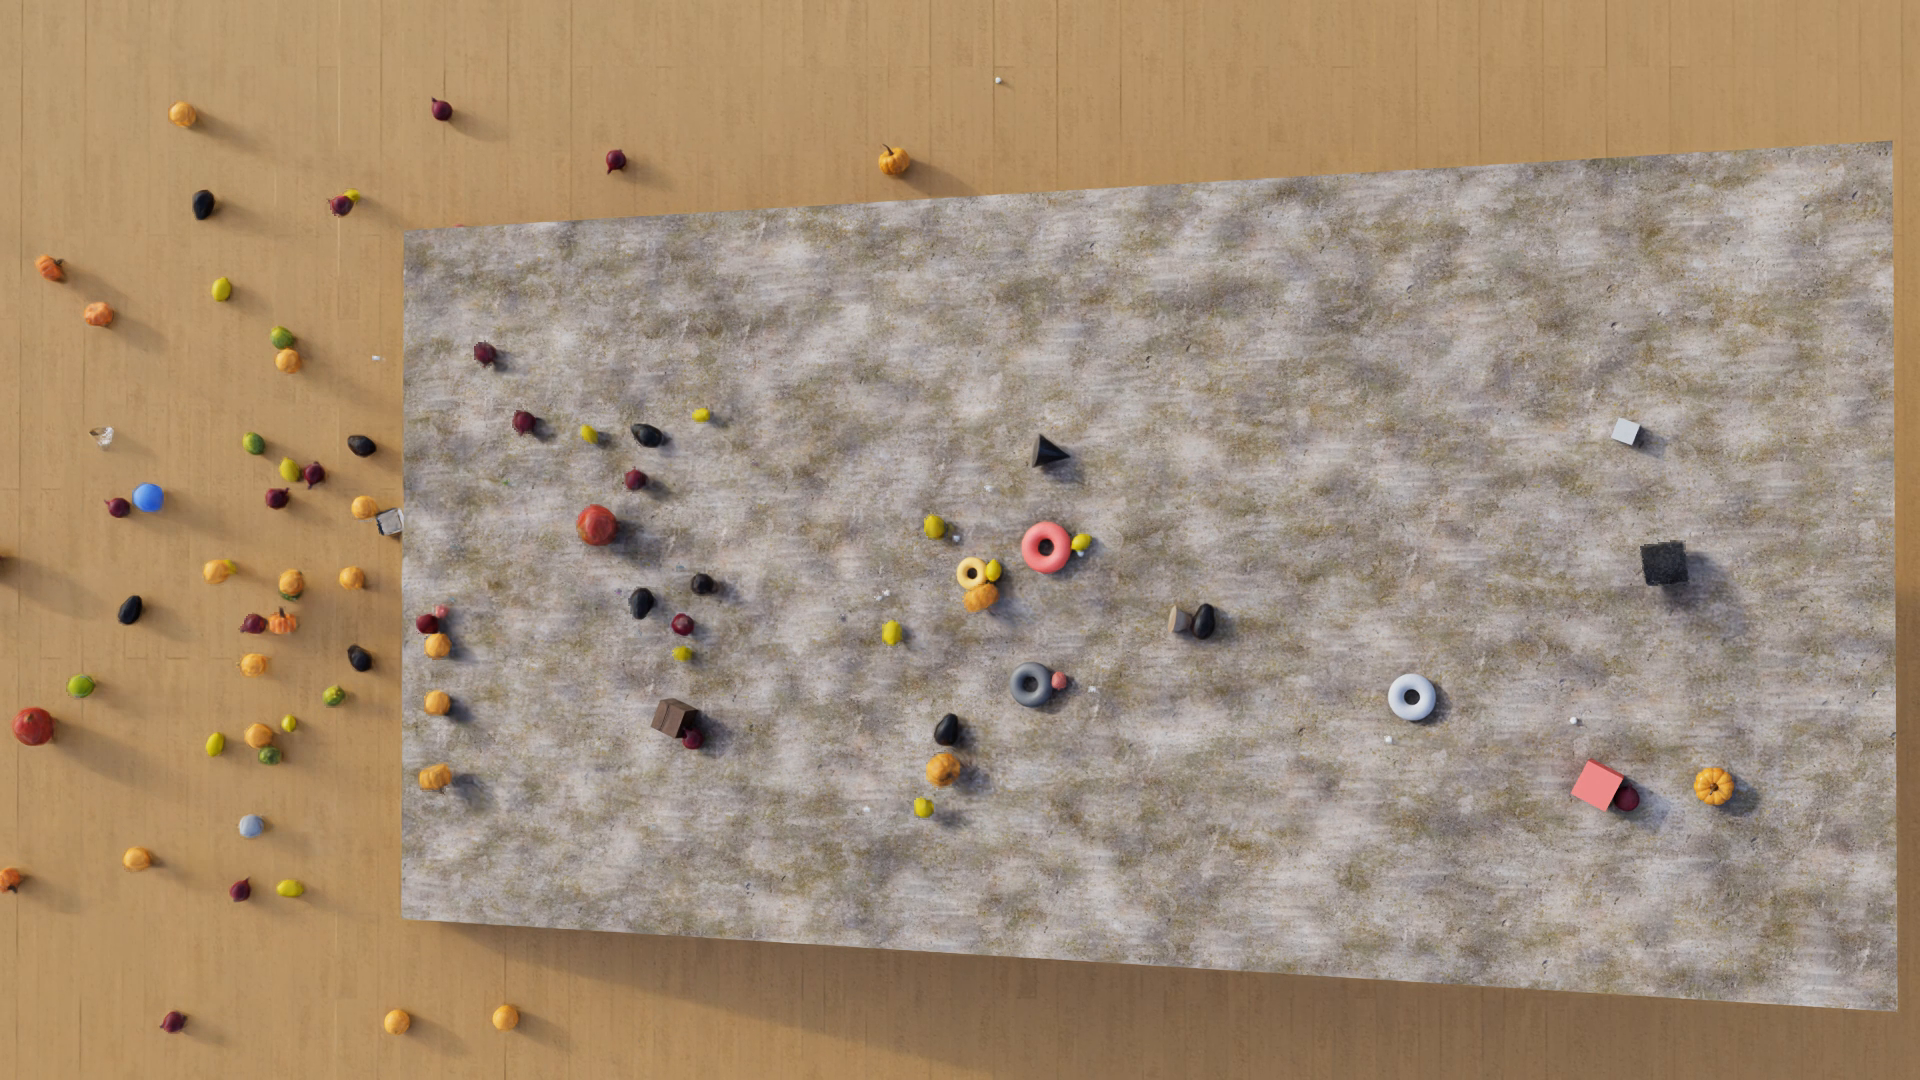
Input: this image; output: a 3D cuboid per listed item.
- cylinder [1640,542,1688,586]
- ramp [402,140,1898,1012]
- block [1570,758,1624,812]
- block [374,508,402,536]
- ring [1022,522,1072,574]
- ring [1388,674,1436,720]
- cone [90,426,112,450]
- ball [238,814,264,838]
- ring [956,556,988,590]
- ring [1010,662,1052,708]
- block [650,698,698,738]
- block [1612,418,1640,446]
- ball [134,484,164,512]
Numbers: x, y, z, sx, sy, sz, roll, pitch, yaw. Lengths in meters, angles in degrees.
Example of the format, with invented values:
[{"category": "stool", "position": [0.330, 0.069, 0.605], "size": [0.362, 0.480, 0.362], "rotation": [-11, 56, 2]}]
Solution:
[{"category": "cylinder", "position": [1.658, 0.056, 5.173], "size": [0.094, 0.094, 0.094], "rotation": [-10, 89, 19]}, {"category": "ramp", "position": [0.280, 0.090, 5.767], "size": [4.000, 0.100, 2.000], "rotation": [0, 89, 20]}, {"category": "block", "position": [1.514, 0.580, 5.221], "size": [0.088, 0.088, 0.088], "rotation": [28, 99, 18]}, {"category": "block", "position": [-1.671, -0.054, 6.456], "size": [0.064, 0.064, 0.064], "rotation": [-19, 89, 0]}, {"category": "ring", "position": [0.225, 0.019, 5.711], "size": [0.135, 0.045, 0.135], "rotation": [-1, 88, 21]}, {"category": "ring", "position": [1.109, 0.386, 5.394], "size": [0.116, 0.039, 0.116], "rotation": [0, 90, 19]}, {"category": "cone", "position": [-2.526, -0.290, 6.477], "size": [0.066, 0.066, 0.066], "rotation": [3, 116, 0]}, {"category": "ball", "position": [-2.076, 0.838, 6.441], "size": [0.070, 0.070, 0.070], "rotation": [0, 89, 0]}, {"category": "ring", "position": [0.033, 0.088, 5.787], "size": [0.088, 0.029, 0.088], "rotation": [-1, 88, 19]}, {"category": "ring", "position": [0.185, 0.376, 5.723], "size": [0.120, 0.040, 0.120], "rotation": [-1, 88, 21]}, {"category": "block", "position": [-0.785, 0.490, 6.046], "size": [0.081, 0.081, 0.081], "rotation": [23, 97, 18]}, {"category": "block", "position": [1.583, -0.257, 5.227], "size": [0.051, 0.051, 0.051], "rotation": [22, 97, 19]}, {"category": "ball", "position": [-2.377, -0.124, 6.447], "size": [0.085, 0.085, 0.085], "rotation": [0, 89, 0]}]
